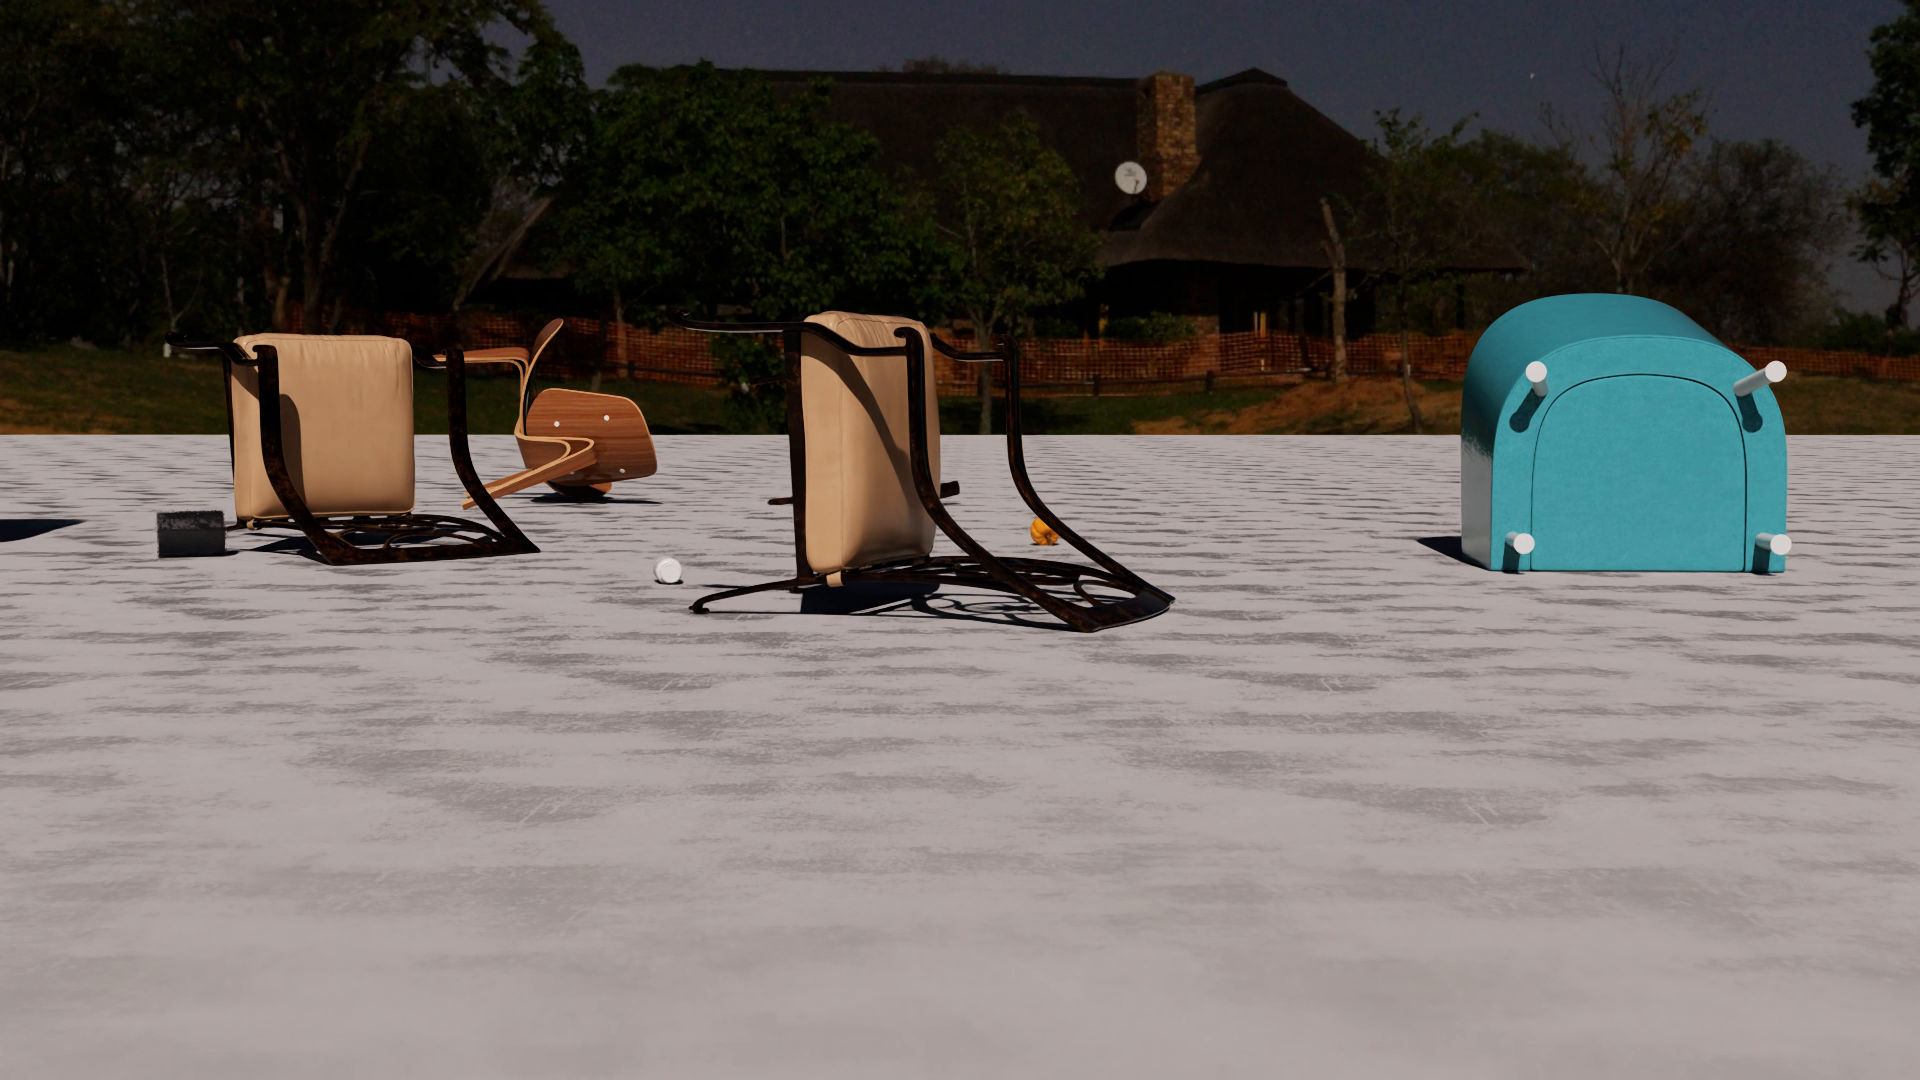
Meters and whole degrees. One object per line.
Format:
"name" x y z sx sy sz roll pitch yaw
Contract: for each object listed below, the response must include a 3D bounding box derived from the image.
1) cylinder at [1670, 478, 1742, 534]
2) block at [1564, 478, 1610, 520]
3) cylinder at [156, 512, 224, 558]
"cylinder" 2.336 -0.109 6.883 0.156 0.172 0.162 -4 38 -47
"block" 2.168 -0.144 7.603 0.134 0.142 0.101 2 4 26
"cylinder" -2.070 -0.016 5.914 0.166 0.116 0.184 -2 12 -21
